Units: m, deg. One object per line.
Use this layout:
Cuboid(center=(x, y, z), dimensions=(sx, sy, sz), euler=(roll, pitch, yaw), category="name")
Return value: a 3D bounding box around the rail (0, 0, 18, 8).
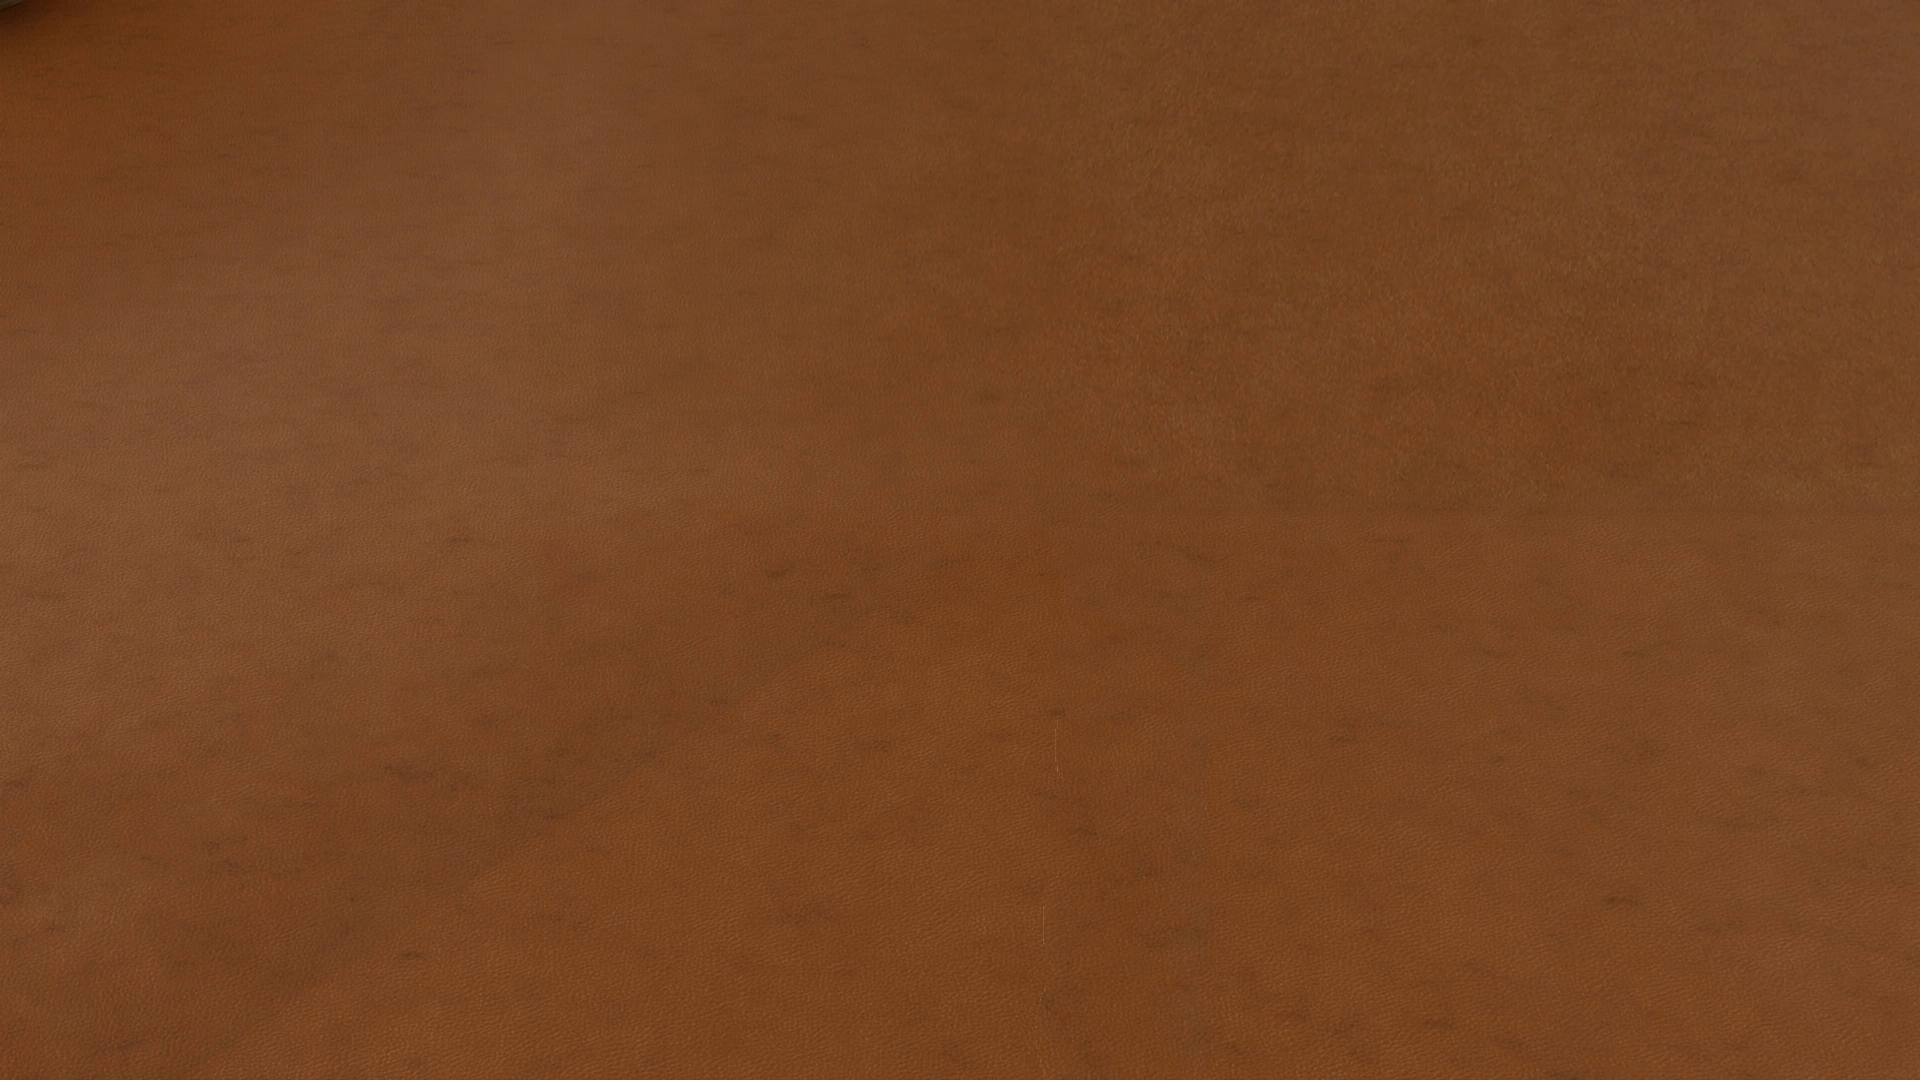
Cuboid(center=(-0.562, -0.732, 2.882), dimensions=(0.045, 0.125, 4.199), euler=(14, 32, 23), category="rail")
